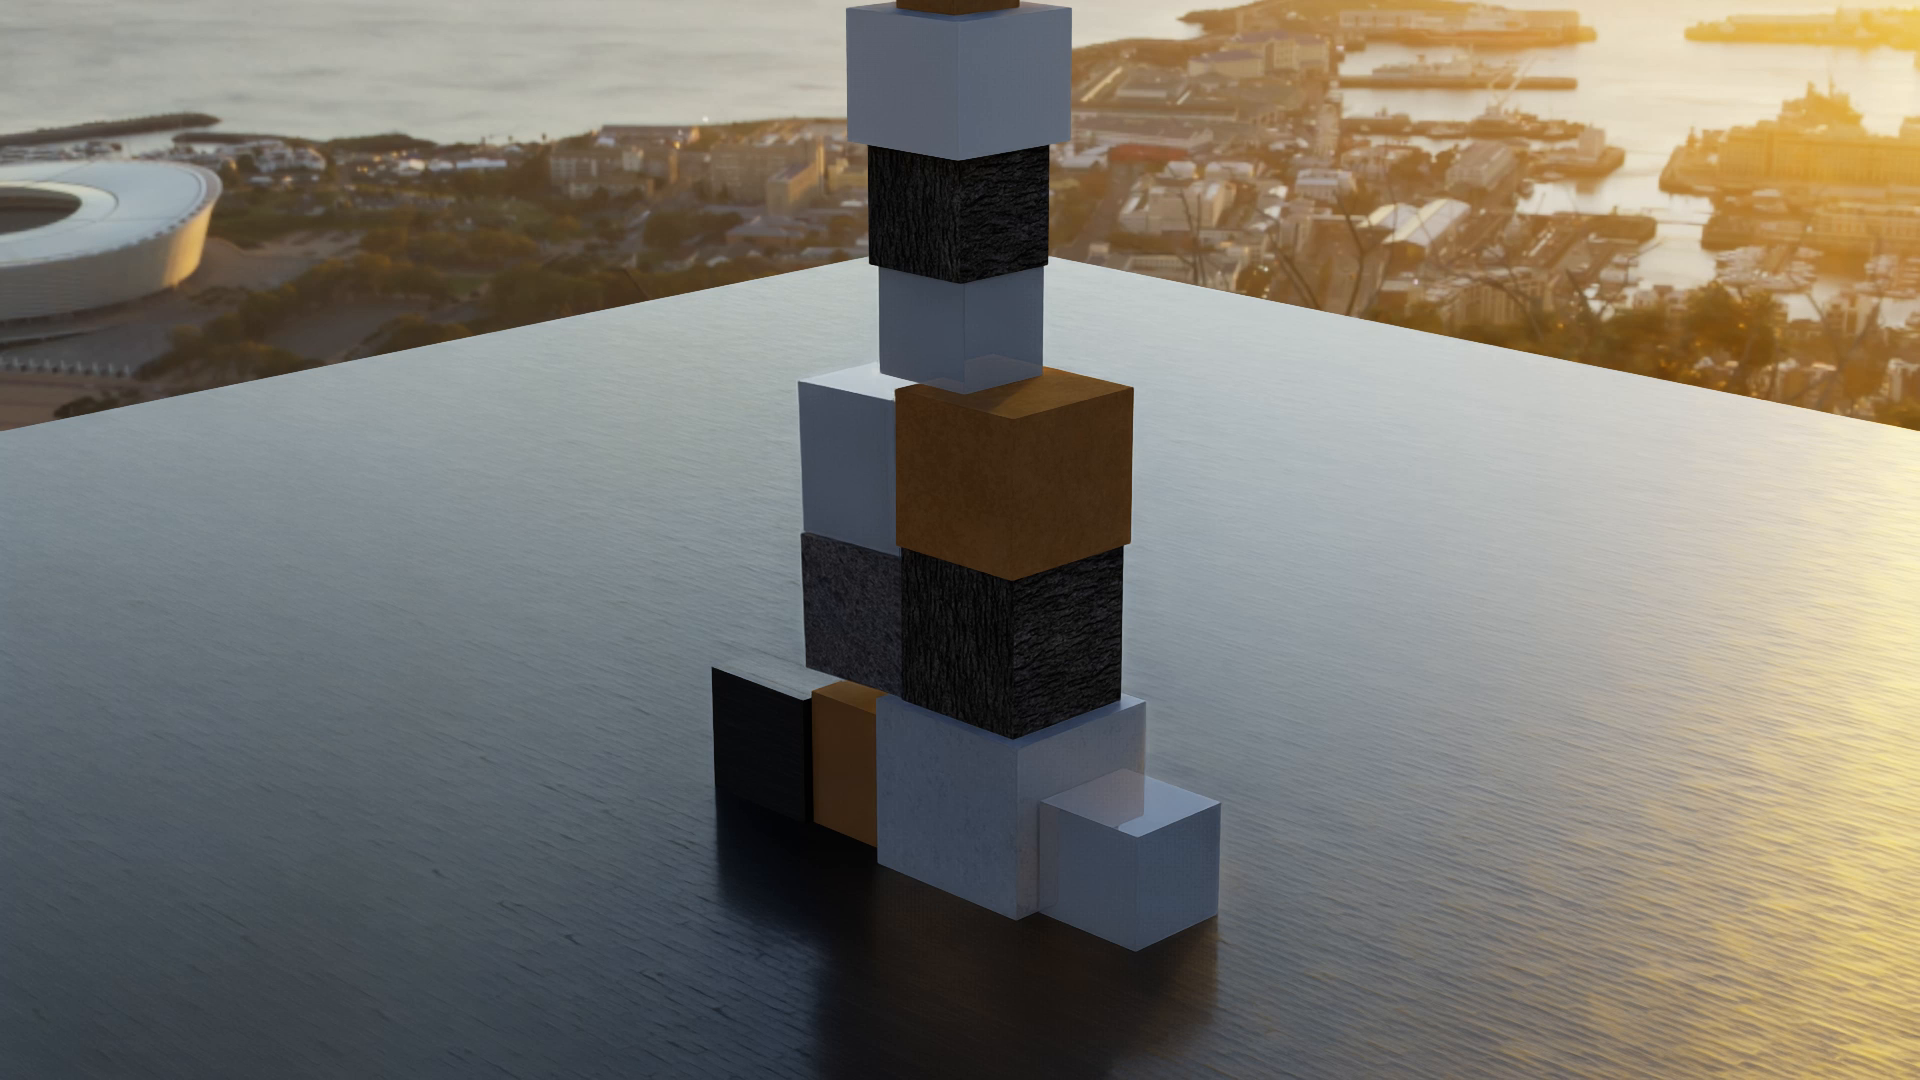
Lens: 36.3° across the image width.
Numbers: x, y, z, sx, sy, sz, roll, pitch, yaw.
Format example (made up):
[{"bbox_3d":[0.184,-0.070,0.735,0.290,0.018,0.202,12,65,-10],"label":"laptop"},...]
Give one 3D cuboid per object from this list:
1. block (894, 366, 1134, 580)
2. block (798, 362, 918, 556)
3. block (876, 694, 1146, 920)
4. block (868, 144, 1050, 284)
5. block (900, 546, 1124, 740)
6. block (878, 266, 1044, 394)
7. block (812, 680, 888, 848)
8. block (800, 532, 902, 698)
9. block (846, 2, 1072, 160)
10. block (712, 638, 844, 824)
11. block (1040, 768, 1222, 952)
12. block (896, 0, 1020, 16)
[{"bbox_3d":[0.239,-0.324,12.981,0.764,0.719,0.721,-17,24,-42],"label":"block"},{"bbox_3d":[-0.268,-0.393,13.528,0.643,0.719,0.677,-17,22,-42],"label":"block"},{"bbox_3d":[0.231,1.114,13.444,0.842,0.814,0.894,-17,24,-42],"label":"block"},{"bbox_3d":[-0.006,-1.478,12.871,0.551,0.548,0.571,-17,24,-42],"label":"block"},{"bbox_3d":[0.234,0.371,13.208,0.705,0.743,0.702,-17,24,-42],"label":"block"},{"bbox_3d":[0.005,-0.981,13.038,0.496,0.501,0.538,-17,24,-42],"label":"block"},{"bbox_3d":[-0.292,1.027,13.962,0.597,0.668,0.562,-17,24,-42],"label":"block"},{"bbox_3d":[-0.253,0.270,13.705,0.696,0.654,0.658,-17,22,-42],"label":"block"},{"bbox_3d":[-0.004,-2.016,12.704,0.693,0.578,0.684,-17,24,-42],"label":"block"},{"bbox_3d":[-0.738,0.916,14.382,0.672,0.629,0.664,-17,24,-42],"label":"block"},{"bbox_3d":[0.750,1.406,12.977,0.550,0.535,0.574,-17,24,-42],"label":"block"},{"bbox_3d":[-0.008,-2.485,12.553,0.398,0.407,0.353,-17,24,-42],"label":"block"}]
